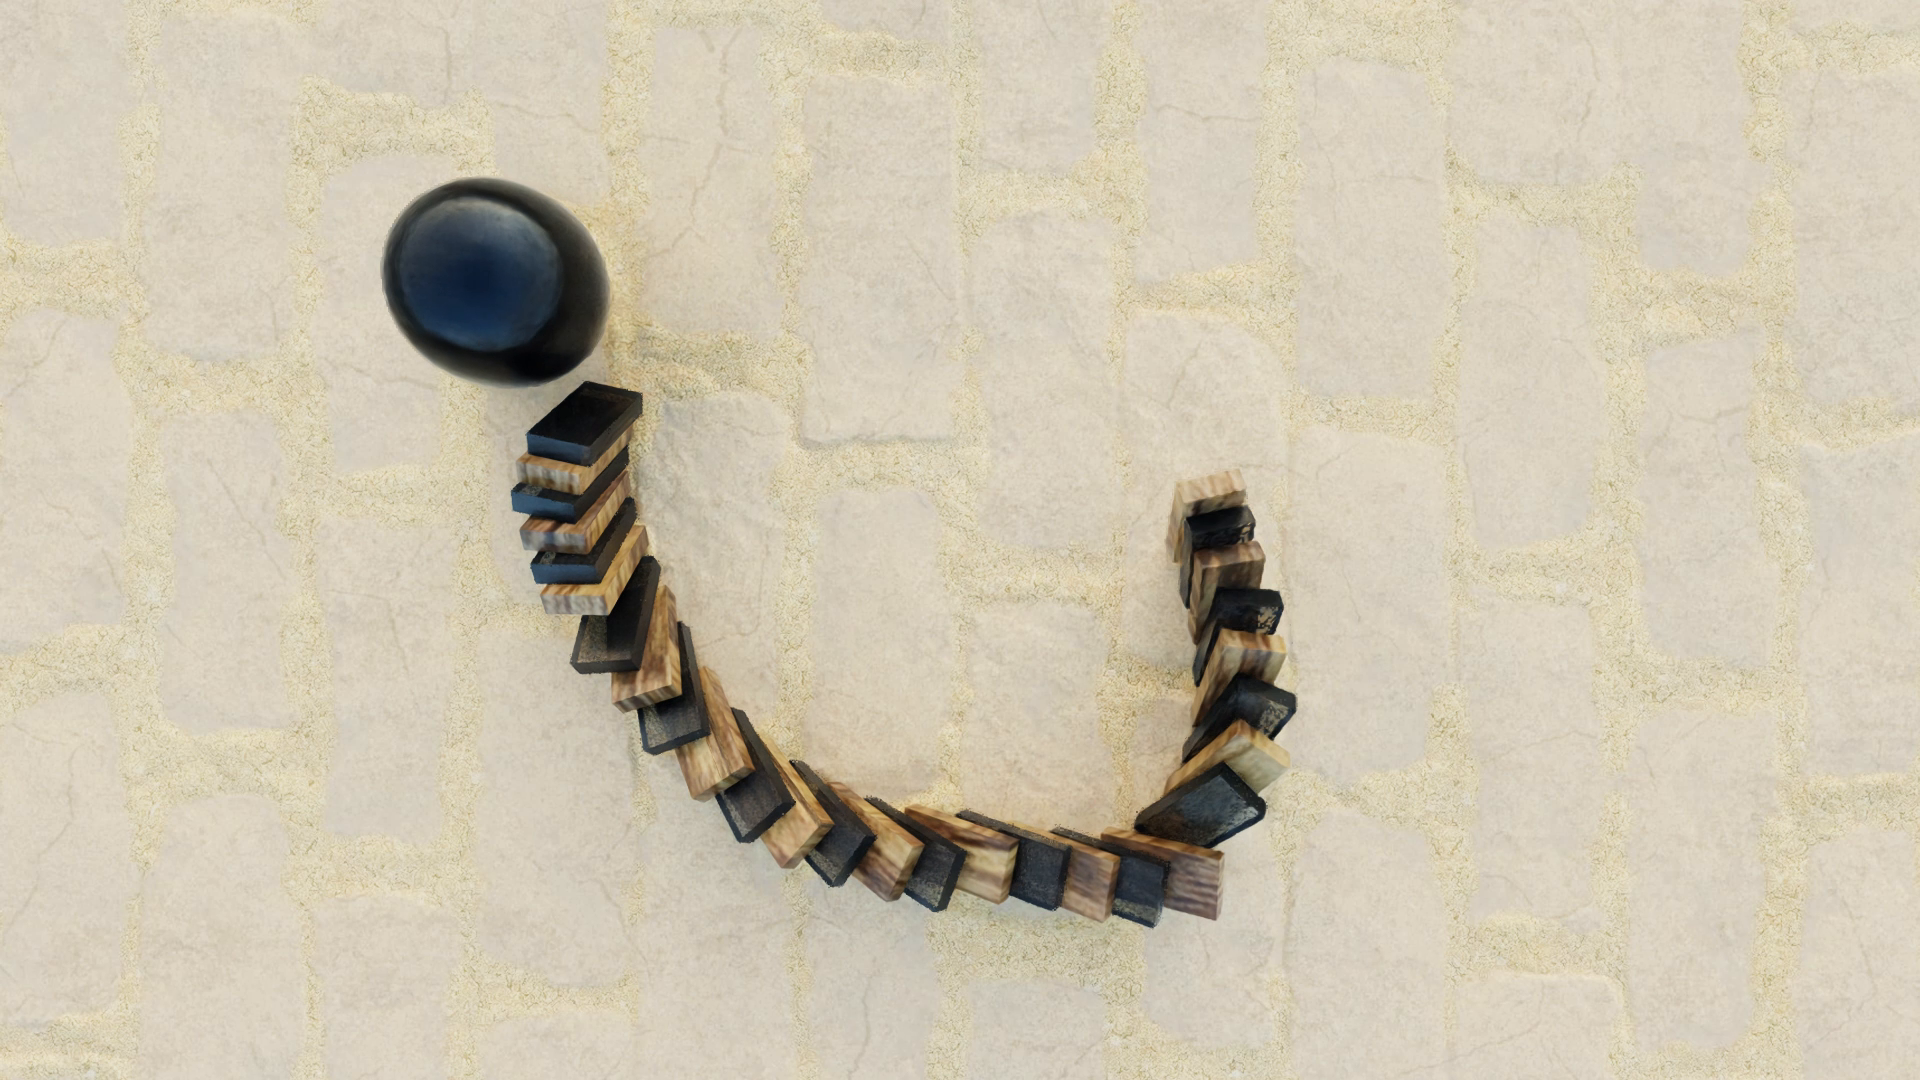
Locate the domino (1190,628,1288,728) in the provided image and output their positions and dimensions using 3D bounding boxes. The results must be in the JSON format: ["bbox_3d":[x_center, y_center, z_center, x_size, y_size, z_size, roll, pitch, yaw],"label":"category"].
[{"bbox_3d":[0.115,0.059,0.381,0.025,0.009,0.050,7,129,0],"label":"domino"}]

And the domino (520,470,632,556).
[{"bbox_3d":[-0.157,-0.013,0.377,0.025,0.050,0.010,4,124,0],"label":"domino"}]

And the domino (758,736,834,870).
[{"bbox_3d":[-0.077,0.109,0.383,0.025,0.010,0.050,-48,58,2],"label":"domino"}]

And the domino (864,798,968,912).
[{"bbox_3d":[-0.023,0.130,0.383,0.050,0.010,0.025,20,90,32],"label":"domino"}]

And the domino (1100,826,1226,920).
[{"bbox_3d":[0.084,0.139,0.383,0.050,0.009,0.025,4,94,29],"label":"domino"}]

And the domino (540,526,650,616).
[{"bbox_3d":[-0.149,0.011,0.376,0.025,0.050,0.010,1,124,2],"label":"domino"}]

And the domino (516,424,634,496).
[{"bbox_3d":[-0.157,-0.038,0.377,0.025,0.050,0.010,12,124,0],"label":"domino"}]

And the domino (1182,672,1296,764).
[{"bbox_3d":[0.115,0.079,0.381,0.025,0.010,0.050,22,127,0],"label":"domino"}]

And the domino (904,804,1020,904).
[{"bbox_3d":[-0.002,0.131,0.384,0.050,0.010,0.025,11,90,27],"label":"domino"}]

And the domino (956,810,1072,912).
[{"bbox_3d":[0.020,0.134,0.384,0.050,0.010,0.025,10,90,28],"label":"domino"}]

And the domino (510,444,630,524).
[{"bbox_3d":[-0.159,-0.026,0.377,0.025,0.050,0.010,12,124,0],"label":"domino"}]

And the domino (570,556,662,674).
[{"bbox_3d":[-0.142,0.031,0.381,0.025,0.009,0.050,-4,54,4],"label":"domino"}]

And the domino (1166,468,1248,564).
[{"bbox_3d":[0.100,-0.009,0.376,0.025,0.050,0.009,-13,60,0],"label":"domino"}]

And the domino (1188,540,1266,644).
[{"bbox_3d":[0.109,0.023,0.379,0.025,0.050,0.010,-10,47,0],"label":"domino"}]

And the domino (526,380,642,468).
[{"bbox_3d":[-0.153,-0.048,0.377,0.025,0.050,0.010,12,124,0],"label":"domino"}]

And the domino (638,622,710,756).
[{"bbox_3d":[-0.123,0.062,0.384,0.025,0.009,0.050,-21,62,0],"label":"domino"}]

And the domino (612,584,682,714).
[{"bbox_3d":[-0.131,0.045,0.381,0.025,0.009,0.050,-18,53,0],"label":"domino"}]

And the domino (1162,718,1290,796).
[{"bbox_3d":[0.110,0.098,0.382,0.025,0.010,0.050,35,126,0],"label":"domino"}]

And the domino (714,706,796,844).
[{"bbox_3d":[-0.091,0.098,0.382,0.025,0.009,0.050,-42,59,4],"label":"domino"}]

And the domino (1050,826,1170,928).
[{"bbox_3d":[0.060,0.141,0.384,0.050,0.010,0.025,10,91,28],"label":"domino"}]

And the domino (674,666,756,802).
[{"bbox_3d":[-0.107,0.081,0.383,0.025,0.010,0.050,-32,60,0],"label":"domino"}]

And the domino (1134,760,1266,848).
[{"bbox_3d":[0.099,0.115,0.382,0.025,0.009,0.050,44,124,0],"label":"domino"}]

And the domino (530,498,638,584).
[{"bbox_3d":[-0.153,-0.001,0.377,0.025,0.050,0.009,1,124,0],"label":"domino"}]

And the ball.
[{"bbox_3d":[-0.180,-0.100,0.360,0.080,0.080,0.080,0,90,0],"label":"ball"}]

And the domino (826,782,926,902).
[{"bbox_3d":[-0.041,0.125,0.382,0.050,0.010,0.025,26,91,32],"label":"domino"}]

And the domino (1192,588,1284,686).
[{"bbox_3d":[0.114,0.041,0.380,0.025,0.010,0.050,2,132,0],"label":"domino"}]

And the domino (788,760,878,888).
[{"bbox_3d":[-0.060,0.118,0.383,0.050,0.009,0.025,35,90,32],"label":"domino"}]

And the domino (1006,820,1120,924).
[{"bbox_3d":[0.040,0.138,0.384,0.050,0.009,0.025,11,90,28],"label":"domino"}]

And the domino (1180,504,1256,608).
[{"bbox_3d":[0.105,0.008,0.378,0.025,0.050,0.010,-12,50,0],"label":"domino"}]
